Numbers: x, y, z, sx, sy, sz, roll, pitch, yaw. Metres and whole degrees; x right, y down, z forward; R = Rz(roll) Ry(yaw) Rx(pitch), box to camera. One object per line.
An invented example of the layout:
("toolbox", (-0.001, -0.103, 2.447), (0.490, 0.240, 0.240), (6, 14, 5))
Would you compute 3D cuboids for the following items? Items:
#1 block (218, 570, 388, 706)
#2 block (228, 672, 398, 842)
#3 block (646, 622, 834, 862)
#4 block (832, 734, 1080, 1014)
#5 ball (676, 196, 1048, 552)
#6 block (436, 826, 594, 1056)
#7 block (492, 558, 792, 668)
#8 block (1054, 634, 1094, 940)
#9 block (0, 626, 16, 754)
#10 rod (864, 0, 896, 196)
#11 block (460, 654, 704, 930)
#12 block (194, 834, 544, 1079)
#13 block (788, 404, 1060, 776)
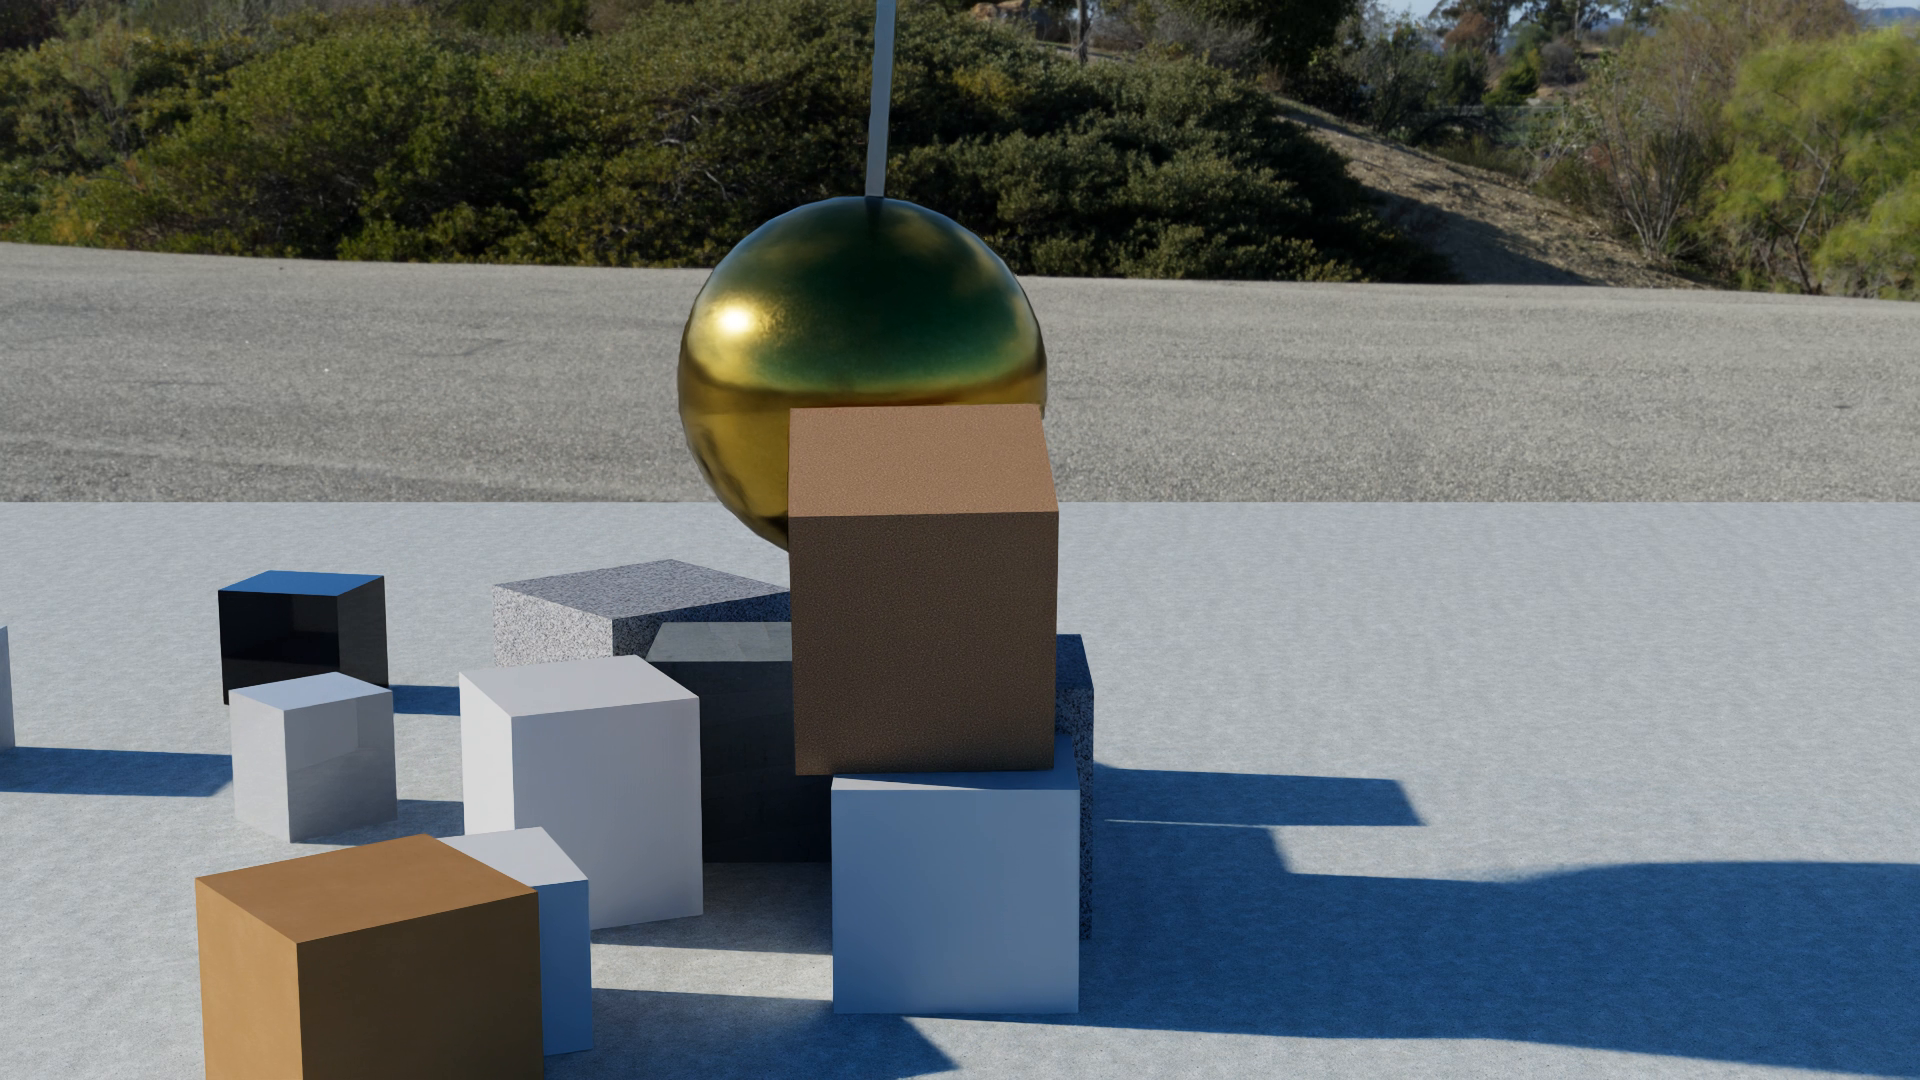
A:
("block", (-3.732, 0.566, 14.613), (0.722, 0.658, 0.604), (2, 11, 13))
("block", (-3.070, 1.022, 12.183), (0.565, 0.630, 0.537), (-9, 14, -42))
("block", (-0.944, 0.923, 11.889), (0.930, 0.931, 0.827), (0, 10, -1))
("block", (-0.016, 1.288, 10.035), (0.928, 0.876, 0.816), (0, 10, 0))
("ball", (-0.420, -0.679, 11.057), (1.600, 1.600, 1.600), (0, 10, 0))
("block", (-1.819, 1.506, 9.486), (0.744, 0.643, 0.715), (-4, 11, -22))
("block", (-1.587, 0.714, 12.935), (1.082, 0.968, 1.105), (-9, 13, -40))
("block", (0.034, 1.030, 10.945), (1.008, 1.058, 1.034), (0, 10, 0))
("block", (-5.389, 0.834, 13.153), (0.734, 0.654, 0.778), (1, 10, 4))
("rod", (-0.182, -4.016, 10.450), (0.080, 5.200, 0.080), (4, 10, -1))
("block", (-1.632, 1.078, 11.003), (0.799, 0.943, 0.878), (-5, 11, -24))
("block", (-1.948, 1.565, 8.481), (0.830, 0.887, 0.821), (-8, 13, -37))
("block", (-0.157, 0.177, 9.968), (0.983, 1.096, 0.969), (-1, 27, -3))
